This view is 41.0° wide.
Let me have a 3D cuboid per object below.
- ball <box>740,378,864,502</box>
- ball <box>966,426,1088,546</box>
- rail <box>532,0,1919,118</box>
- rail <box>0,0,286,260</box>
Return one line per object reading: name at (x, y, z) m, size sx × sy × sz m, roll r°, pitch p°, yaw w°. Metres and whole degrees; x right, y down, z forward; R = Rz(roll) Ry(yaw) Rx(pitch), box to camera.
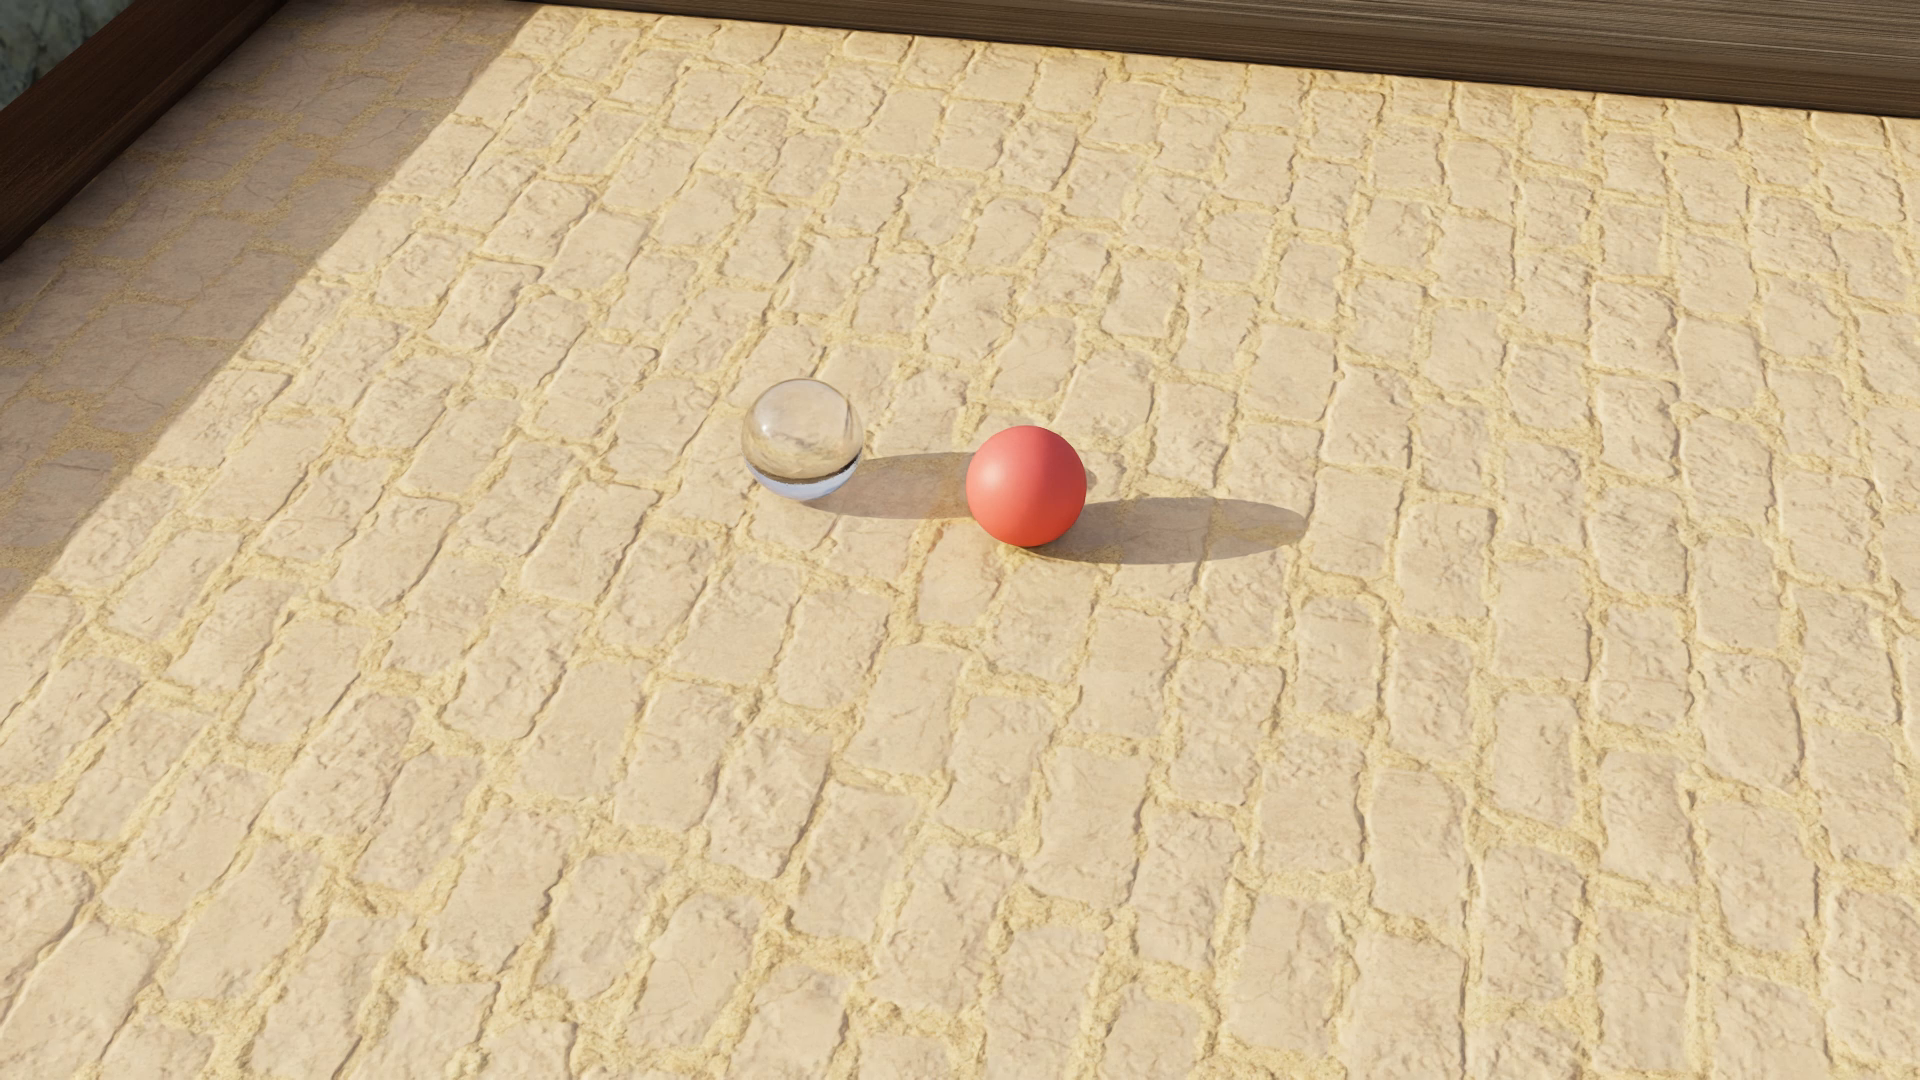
ball at (-0.123, -0.078, 1.992) m, size 0.096 × 0.096 × 0.096 m, roll 0°, pitch 34°, yaw 0°
ball at (0.050, -0.041, 1.941) m, size 0.092 × 0.092 × 0.092 m, roll 0°, pitch 34°, yaw 0°
rail at (1.144, -0.445, 2.504) m, size 3.849 × 0.125 × 0.045 m, roll 7°, pitch 35°, yaw 10°
rail at (-0.919, -0.122, 2.029) m, size 0.045 × 0.125 × 2.017 m, roll 7°, pitch 35°, yaw 10°
